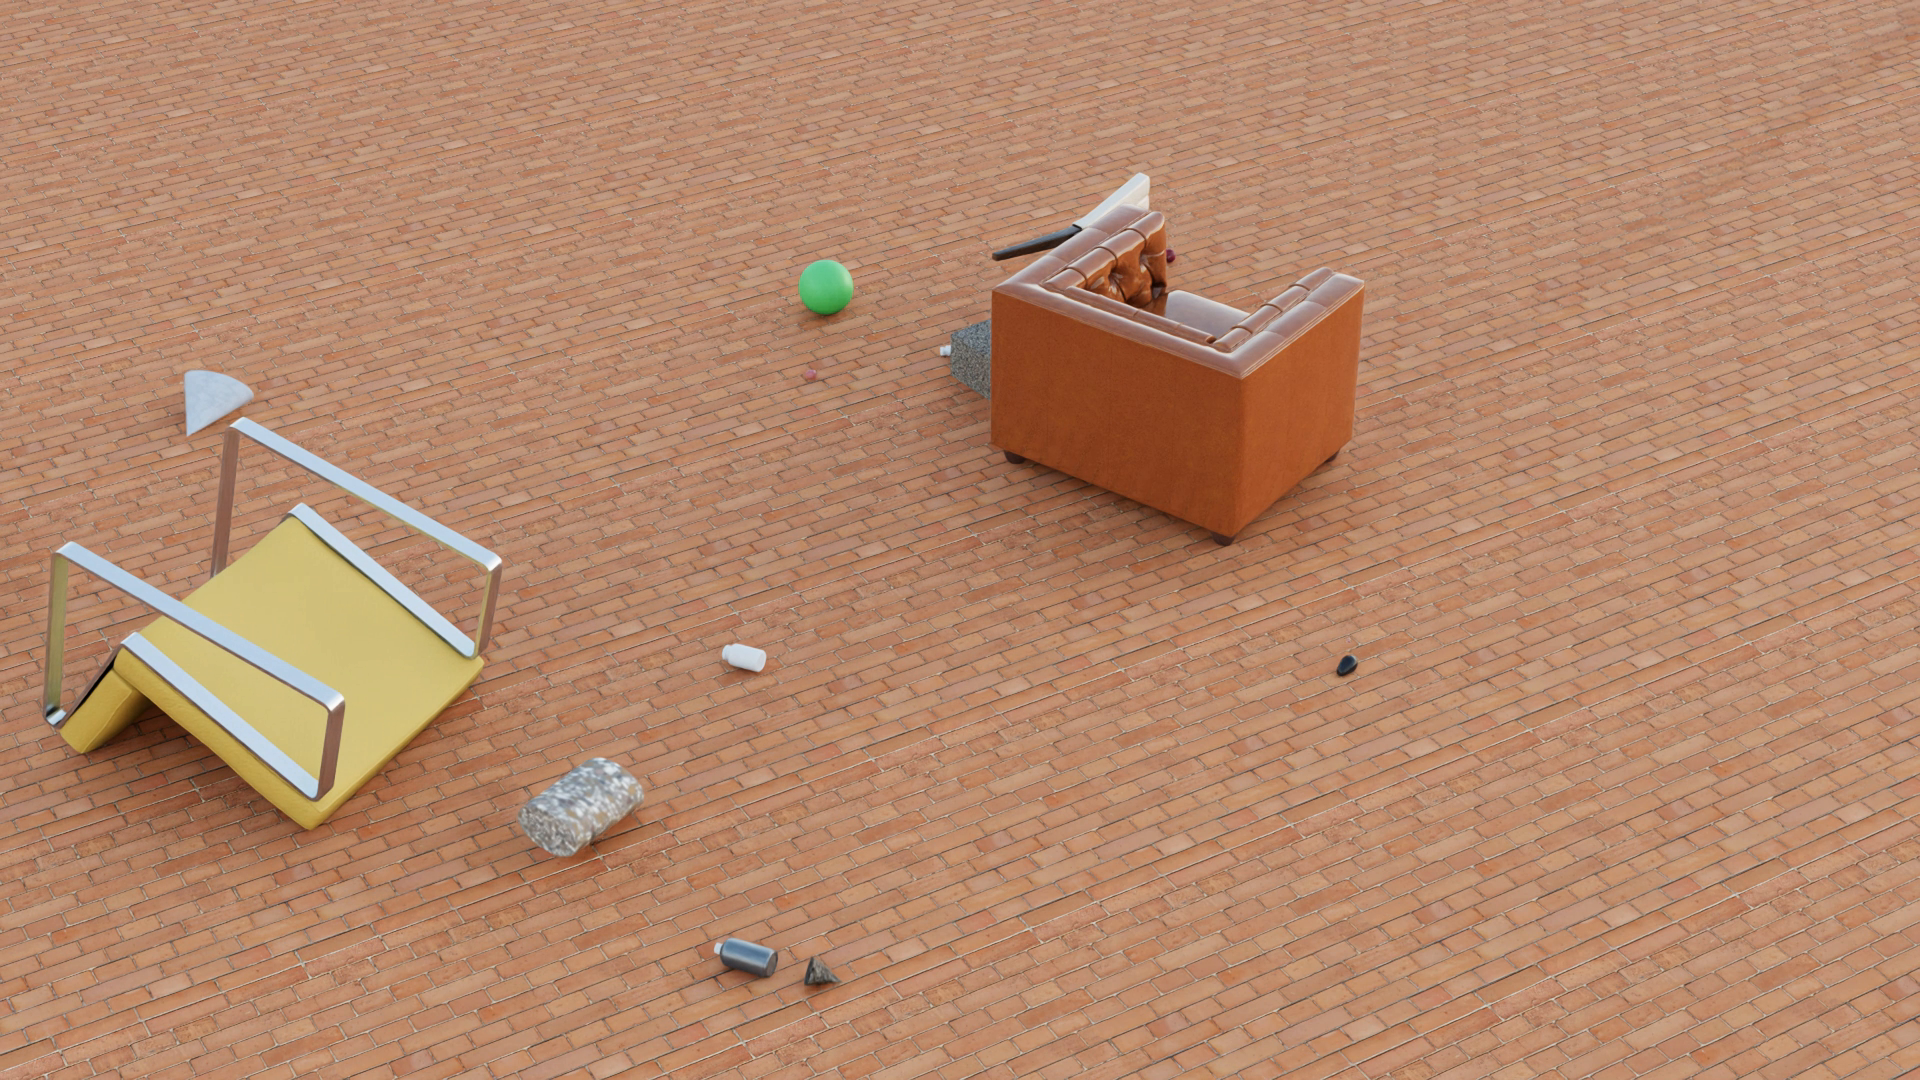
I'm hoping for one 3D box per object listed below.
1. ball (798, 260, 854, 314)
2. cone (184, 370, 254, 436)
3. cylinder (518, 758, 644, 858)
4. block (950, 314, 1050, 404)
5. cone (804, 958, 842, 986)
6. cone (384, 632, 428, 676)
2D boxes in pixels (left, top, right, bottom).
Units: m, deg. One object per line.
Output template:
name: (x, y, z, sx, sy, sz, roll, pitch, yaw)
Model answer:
ball: (-0.564, -1.064, 12.348, 0.232, 0.232, 0.232, 0, 33, 0)
cone: (-3.008, -0.511, 11.646, 0.303, 0.166, 0.285, 13, 52, 9)
cylinder: (-1.224, 0.863, 9.479, 0.263, 0.171, 0.316, 19, 38, 33)
block: (0.162, -0.735, 11.884, 0.274, 0.194, 0.298, -23, 40, -31)
cone: (-0.406, 1.326, 8.896, 0.111, 0.082, 0.106, 19, 20, -9)
cone: (-1.969, 0.404, 10.271, 0.173, 0.152, 0.130, -26, 11, -34)
